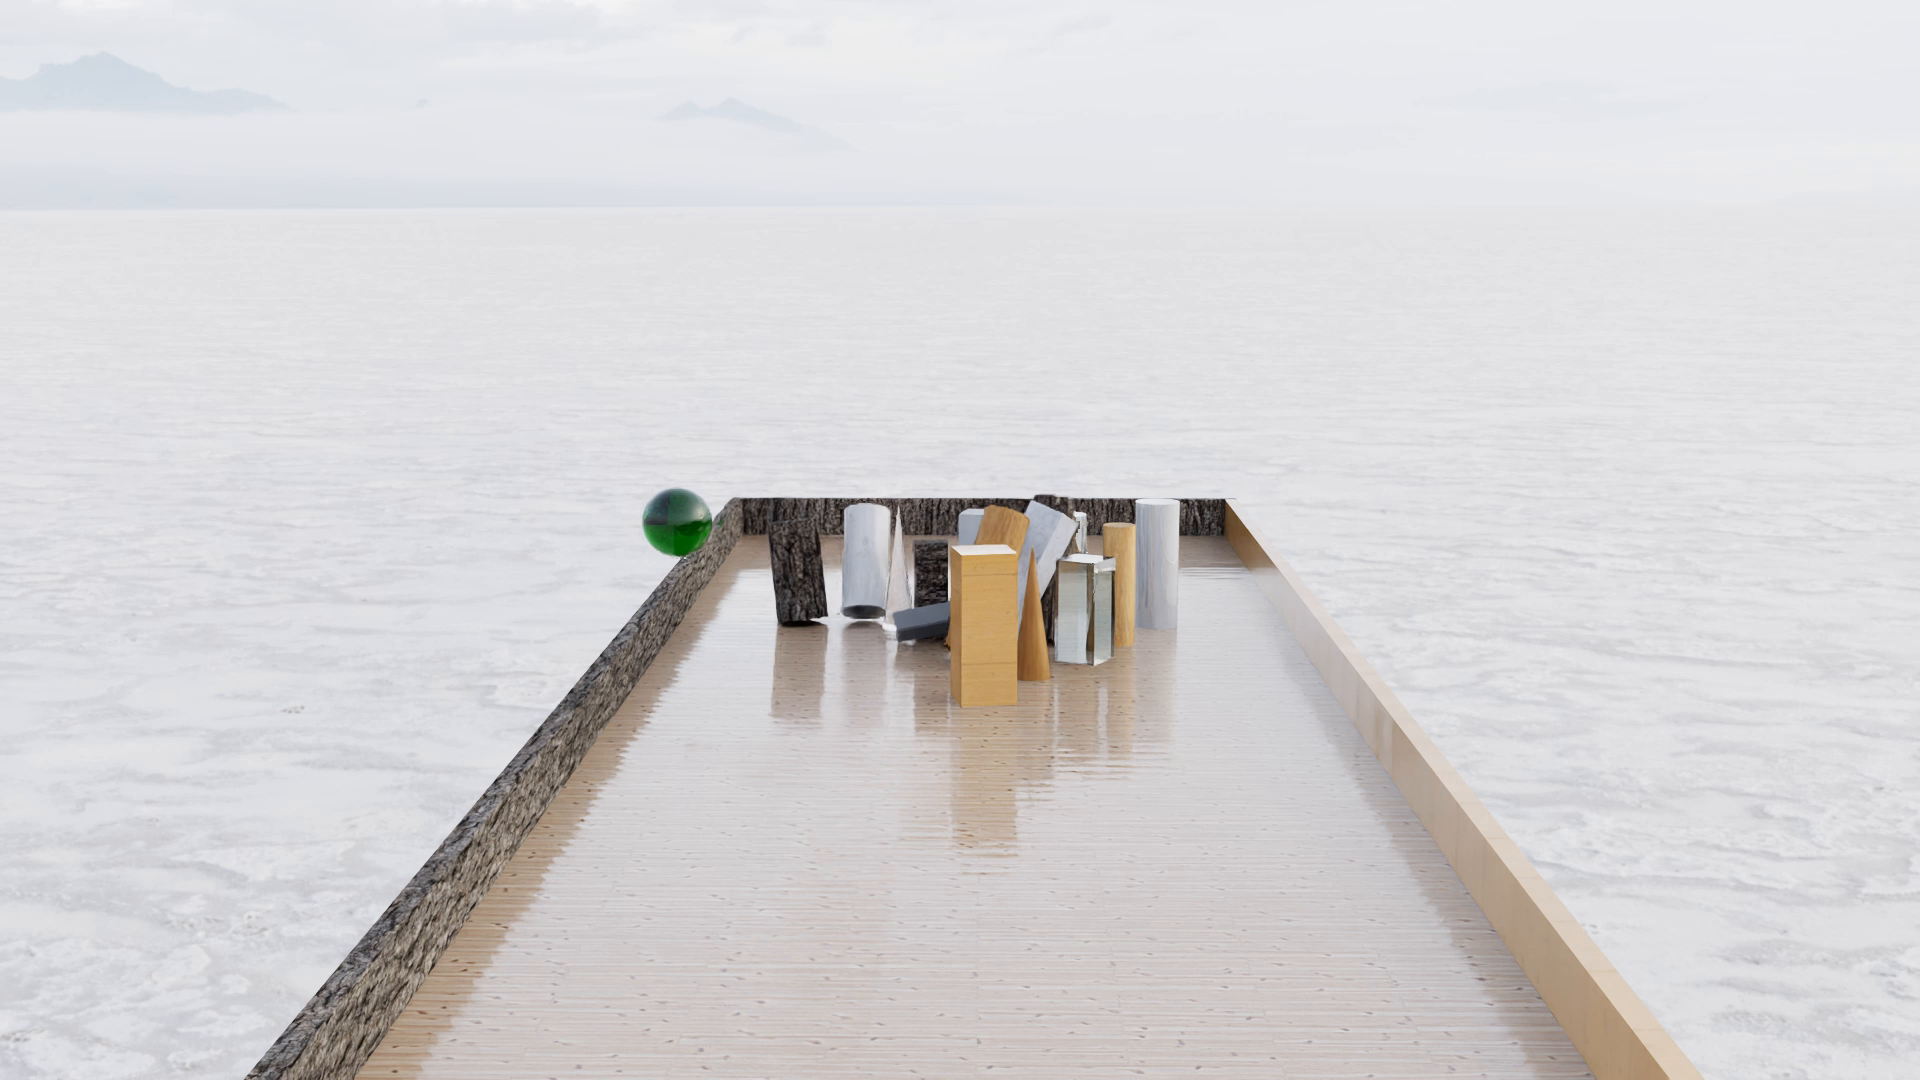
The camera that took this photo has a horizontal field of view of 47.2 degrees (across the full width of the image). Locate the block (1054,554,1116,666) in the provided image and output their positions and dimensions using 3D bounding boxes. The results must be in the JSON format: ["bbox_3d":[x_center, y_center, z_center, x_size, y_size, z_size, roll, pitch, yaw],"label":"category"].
[{"bbox_3d":[0.380,0.210,6.686,0.135,0.312,0.135,5,10,30],"label":"block"}]

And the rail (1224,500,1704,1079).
[{"bbox_3d":[1.046,0.843,3.208,0.050,0.150,12.000,0,9,1],"label":"rail"}]

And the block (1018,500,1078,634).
[{"bbox_3d":[0.196,0.110,6.824,0.121,0.441,0.121,25,-4,30],"label":"block"}]

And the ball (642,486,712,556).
[{"bbox_3d":[-0.963,-0.062,7.487,0.239,0.239,0.239,0,9,0],"label":"ball"}]

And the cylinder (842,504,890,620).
[{"bbox_3d":[-0.314,0.072,7.322,0.153,0.357,0.153,1,-21,0],"label":"cylinder"}]

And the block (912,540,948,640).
[{"bbox_3d":[-0.093,0.158,7.014,0.105,0.305,0.105,-1,5,-5],"label":"block"}]

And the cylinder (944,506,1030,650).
[{"bbox_3d":[0.084,0.130,6.700,0.145,0.450,0.145,16,-14,4],"label":"cylinder"}]

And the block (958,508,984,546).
[{"bbox_3d":[0.074,0.095,7.208,0.129,0.376,0.129,2,9,13],"label":"block"}]

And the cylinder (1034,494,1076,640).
[{"bbox_3d":[0.272,0.087,6.969,0.129,0.448,0.129,8,-3,0],"label":"cylinder"}]

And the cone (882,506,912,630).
[{"bbox_3d":[-0.199,0.084,7.173,0.107,0.409,0.107,0,9,0],"label":"cone"}]

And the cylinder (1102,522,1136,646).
[{"bbox_3d":[0.500,0.140,6.920,0.102,0.378,0.102,0,9,0],"label":"cylinder"}]

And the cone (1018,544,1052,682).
[{"bbox_3d":[0.212,0.203,6.435,0.113,0.404,0.113,0,9,0],"label":"cone"}]

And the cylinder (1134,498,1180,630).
[{"bbox_3d":[0.645,0.077,7.208,0.143,0.411,0.143,0,9,0],"label":"cylinder"}]

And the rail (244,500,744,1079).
[{"bbox_3d":[-1.004,0.839,3.234,0.050,0.150,12.000,0,9,1],"label":"rail"}]

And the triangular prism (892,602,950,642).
[{"bbox_3d":[-0.049,0.236,6.949,0.320,0.083,0.096,-11,-24,-5],"label":"triangular prism"}]

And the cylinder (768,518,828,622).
[{"bbox_3d":[-0.537,0.099,7.274,0.169,0.326,0.169,-6,2,0],"label":"cylinder"}]

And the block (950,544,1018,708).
[{"bbox_3d":[0.066,0.238,6.148,0.158,0.426,0.158,-2,9,-11],"label":"block"}]

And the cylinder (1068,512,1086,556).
[{"bbox_3d":[0.352,0.100,7.182,0.120,0.374,0.120,0,9,0],"label":"cylinder"}]

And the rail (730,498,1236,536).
[{"bbox_3d":[0.099,-0.098,9.147,2.100,0.150,0.050,0,9,1],"label":"rail"}]
